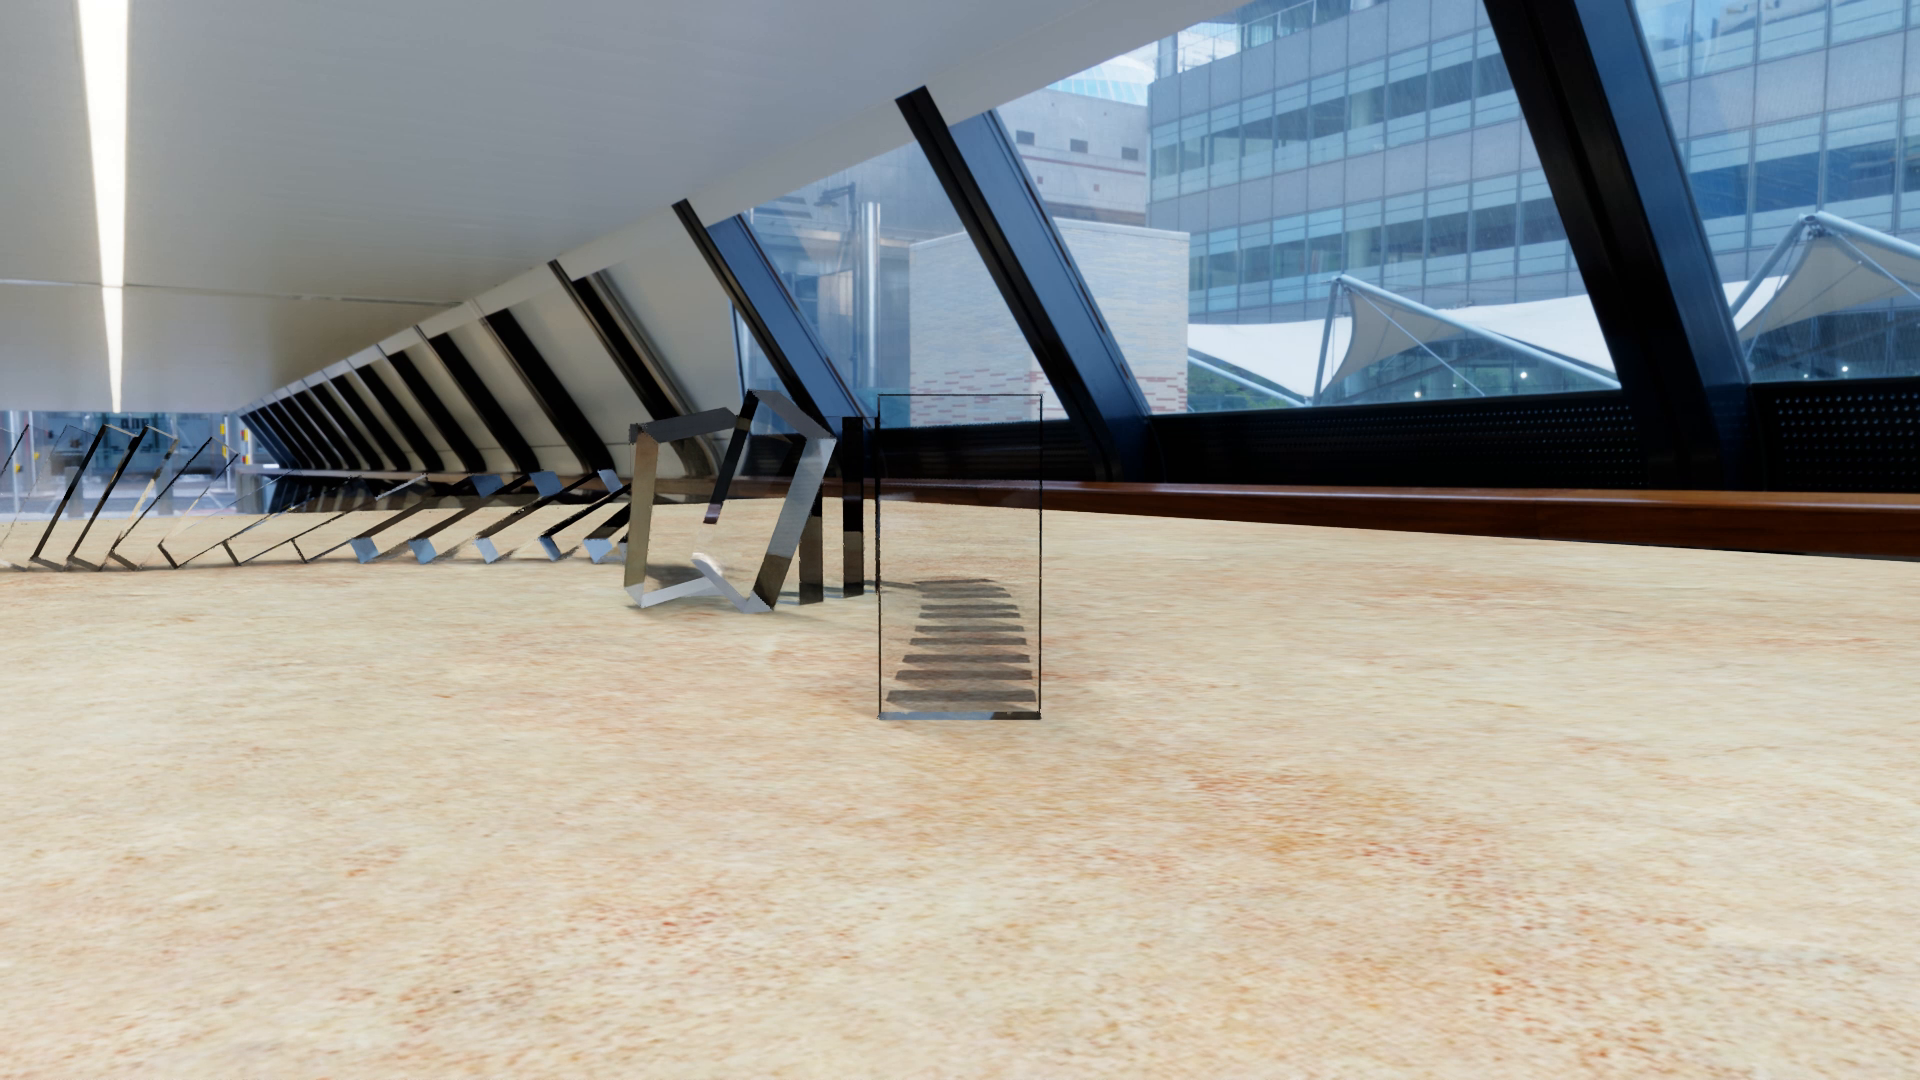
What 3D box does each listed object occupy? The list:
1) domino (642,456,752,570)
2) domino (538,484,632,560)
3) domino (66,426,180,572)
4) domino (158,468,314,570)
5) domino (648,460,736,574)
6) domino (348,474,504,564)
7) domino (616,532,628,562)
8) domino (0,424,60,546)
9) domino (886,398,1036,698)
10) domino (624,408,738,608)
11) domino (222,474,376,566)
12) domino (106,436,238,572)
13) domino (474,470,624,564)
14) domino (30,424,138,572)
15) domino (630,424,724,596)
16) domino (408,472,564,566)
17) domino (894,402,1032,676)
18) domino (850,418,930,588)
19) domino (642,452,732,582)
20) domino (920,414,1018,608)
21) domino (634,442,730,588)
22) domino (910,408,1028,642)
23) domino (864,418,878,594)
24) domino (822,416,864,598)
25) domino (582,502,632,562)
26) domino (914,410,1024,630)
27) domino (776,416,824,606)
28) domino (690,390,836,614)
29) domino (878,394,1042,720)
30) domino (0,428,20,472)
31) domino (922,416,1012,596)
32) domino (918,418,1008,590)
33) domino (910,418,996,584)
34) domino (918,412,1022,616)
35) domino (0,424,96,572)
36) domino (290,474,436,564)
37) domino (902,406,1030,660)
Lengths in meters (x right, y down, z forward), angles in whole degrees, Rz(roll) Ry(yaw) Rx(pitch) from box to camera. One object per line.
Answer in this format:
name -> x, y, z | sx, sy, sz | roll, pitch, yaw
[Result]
domino -> -0.087, -0.008, 0.421 | 0.025, 0.010, 0.050 | -1, -33, -27
domino -> -0.127, -0.010, 0.469 | 0.050, 0.009, 0.025 | -31, 3, 0
domino -> -0.285, -0.015, 0.438 | 0.010, 0.050, 0.025 | 30, -10, -26
domino -> -0.254, -0.008, 0.451 | 0.050, 0.010, 0.025 | -36, 19, -21
domino -> -0.085, -0.007, 0.403 | 0.025, 0.009, 0.050 | -1, -33, -14
domino -> -0.191, -0.008, 0.465 | 0.050, 0.010, 0.025 | -27, 2, 5
domino -> -0.093, -0.009, 0.442 | 0.050, 0.010, 0.025 | -39, -19, 32
domino -> -0.321, -0.014, 0.432 | 0.010, 0.050, 0.025 | 28, -12, -32
domino -> 0.000, 0.001, 0.218 | 0.025, 0.050, 0.010 | 0, 4, 1
domino -> -0.071, -0.008, 0.330 | 0.025, 0.050, 0.009 | -18, 45, -40
domino -> -0.237, -0.008, 0.462 | 0.050, 0.010, 0.025 | -31, 16, -21
domino -> -0.270, -0.013, 0.442 | 0.010, 0.050, 0.025 | 41, -15, -24
domino -> -0.148, -0.009, 0.465 | 0.050, 0.010, 0.025 | -30, 4, 0
domino -> -0.298, -0.015, 0.438 | 0.010, 0.050, 0.025 | 27, -9, -27
domino -> -0.076, -0.007, 0.348 | 0.025, 0.050, 0.010 | -1, 36, -14
domino -> -0.169, -0.008, 0.461 | 0.050, 0.010, 0.025 | -29, 2, 5
domino -> 0.001, 0.000, 0.238 | 0.025, 0.050, 0.009 | 0, 4, 2
domino -> -0.021, -0.012, 0.391 | 0.010, 0.050, 0.025 | -4, 6, -45
domino -> -0.082, -0.006, 0.384 | 0.025, 0.009, 0.050 | -1, -37, -13
domino -> 0.002, -0.008, 0.336 | 0.025, 0.050, 0.009 | 0, 4, -1
domino -> -0.079, -0.006, 0.366 | 0.025, 0.050, 0.010 | -1, 47, -13
domino -> 0.002, -0.003, 0.278 | 0.025, 0.050, 0.009 | 0, 4, 1
domino -> -0.032, -0.011, 0.375 | 0.025, 0.050, 0.009 | 3, 5, 33
domino -> -0.040, -0.010, 0.362 | 0.025, 0.050, 0.009 | 3, 5, 32
domino -> -0.107, -0.010, 0.456 | 0.050, 0.009, 0.025 | -34, -10, 20
domino -> 0.002, -0.005, 0.297 | 0.025, 0.050, 0.009 | 0, 4, 1
domino -> -0.050, -0.009, 0.348 | 0.025, 0.050, 0.009 | 3, 5, 35
domino -> -0.050, -0.010, 0.322 | 0.009, 0.050, 0.025 | -5, 36, -48
domino -> 0.000, 0.002, 0.201 | 0.025, 0.050, 0.009 | 0, 4, 0
domino -> -0.329, -0.014, 0.426 | 0.010, 0.050, 0.025 | 28, -12, -32
domino -> 0.002, -0.009, 0.361 | 0.025, 0.050, 0.009 | 0, 4, -3
domino -> 0.001, -0.011, 0.376 | 0.025, 0.050, 0.009 | 0, 4, -5
domino -> -0.002, -0.012, 0.397 | 0.025, 0.050, 0.010 | -2, 5, -22
domino -> 0.002, -0.006, 0.320 | 0.025, 0.050, 0.009 | 0, 4, 0
domino -> -0.311, -0.015, 0.438 | 0.010, 0.050, 0.025 | 28, -12, -33
domino -> -0.219, -0.008, 0.472 | 0.050, 0.010, 0.025 | -30, 16, -21
domino -> 0.001, -0.002, 0.256 | 0.025, 0.050, 0.010 | 0, 4, 2
